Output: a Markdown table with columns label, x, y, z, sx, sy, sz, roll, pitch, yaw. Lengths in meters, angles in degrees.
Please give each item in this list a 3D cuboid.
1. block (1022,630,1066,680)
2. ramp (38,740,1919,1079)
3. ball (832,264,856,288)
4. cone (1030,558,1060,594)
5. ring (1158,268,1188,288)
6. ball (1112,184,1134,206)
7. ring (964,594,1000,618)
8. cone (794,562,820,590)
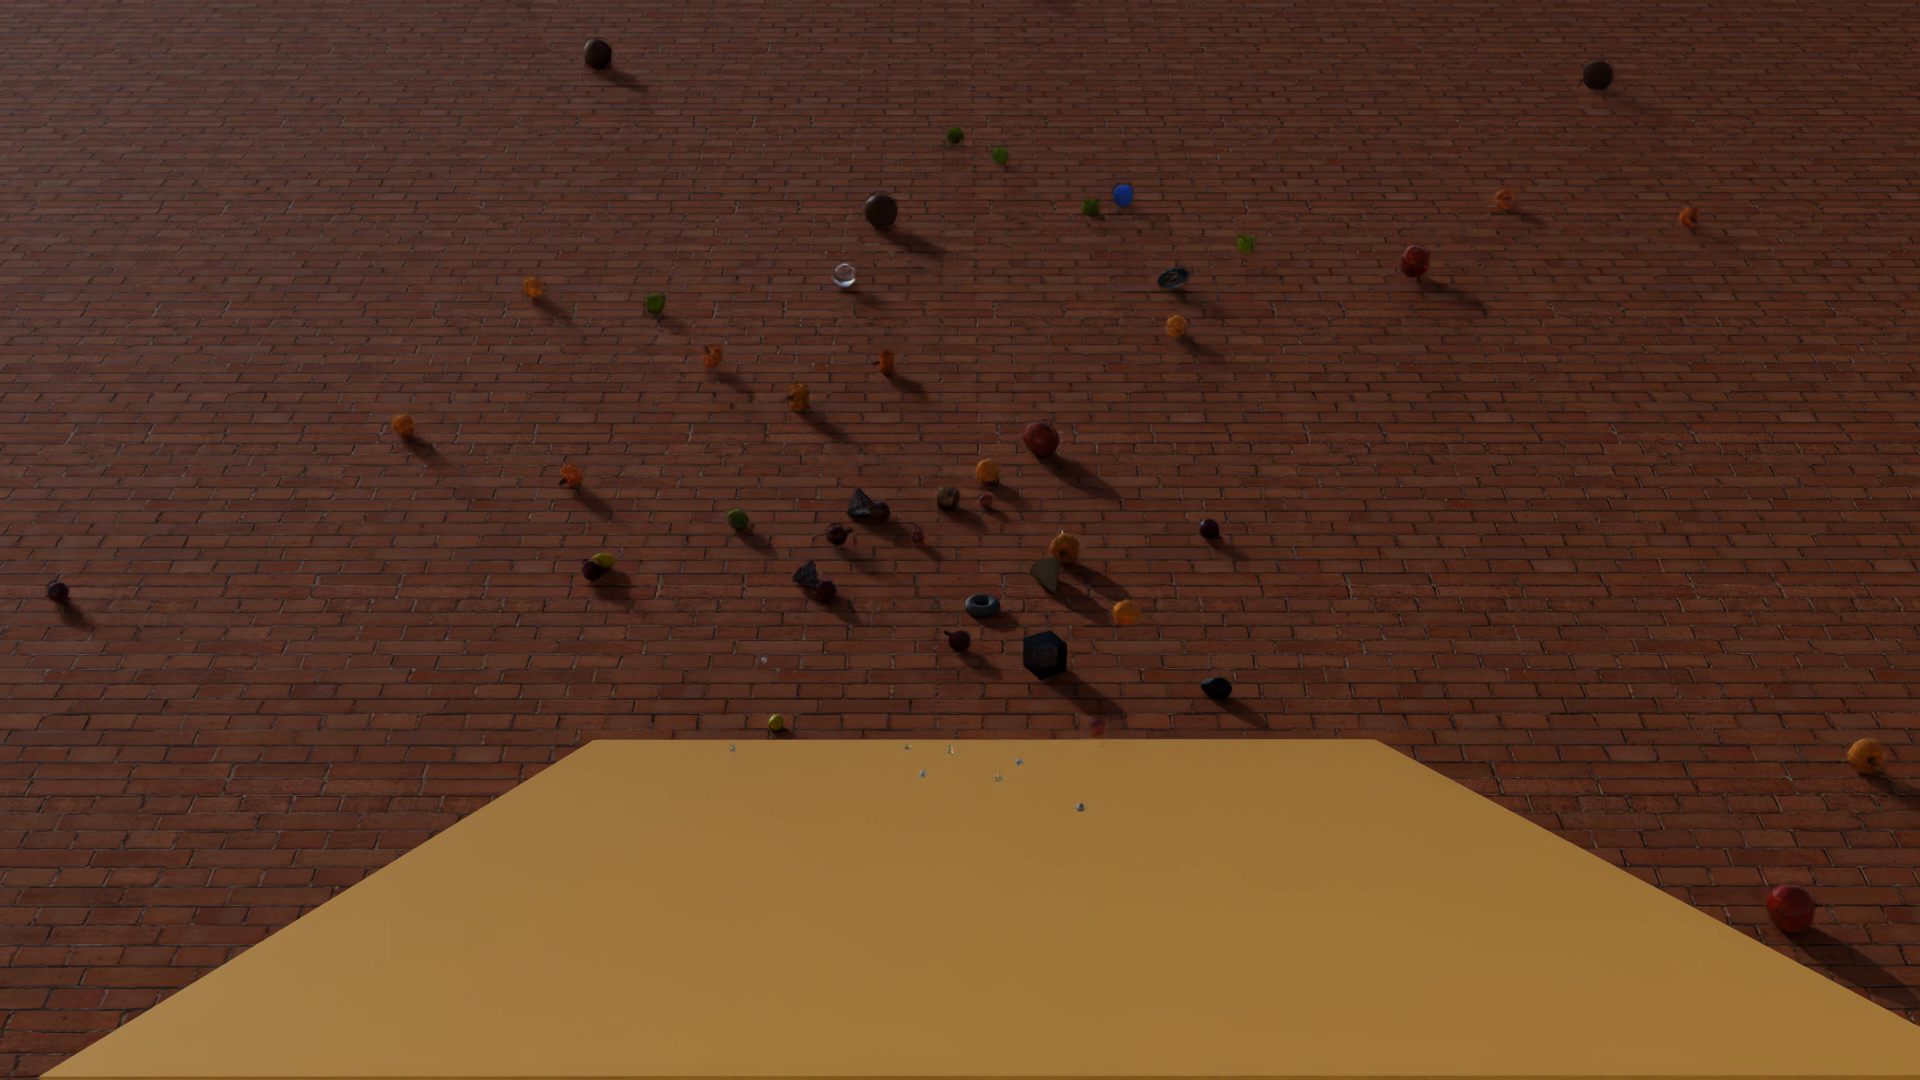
| label | x | y | z | sx | sy | sz | roll | pitch | yaw |
| --- | --- | --- | --- | --- | --- | --- | --- | --- | --- |
| block | 0.232 | 0.315 | 7.074 | 0.087 | 0.087 | 0.087 | -15 | 32 | -25 |
| ramp | 0.064 | 0.577 | 4.622 | 2.000 | 0.100 | 4.000 | 0 | 0 | 0 |
| ball | -0.421 | -0.964 | 9.419 | 0.085 | 0.085 | 0.085 | 0 | 29 | 0 |
| cone | 0.260 | 0.119 | 7.478 | 0.096 | 0.096 | 0.096 | -9 | 57 | -16 |
| ring | 0.773 | -0.949 | 9.375 | 0.115 | 0.115 | 0.038 | -8 | 67 | -14 |
| ball | 0.640 | -1.348 | 10.122 | 0.085 | 0.085 | 0.085 | 0 | 29 | 0 |
| ring | 0.064 | 0.187 | 7.365 | 0.101 | 0.034 | 0.101 | -1 | 30 | 0 |
| cone | -0.427 | 0.118 | 7.488 | 0.079 | 0.079 | 0.079 | -27 | 65 | -40 |
